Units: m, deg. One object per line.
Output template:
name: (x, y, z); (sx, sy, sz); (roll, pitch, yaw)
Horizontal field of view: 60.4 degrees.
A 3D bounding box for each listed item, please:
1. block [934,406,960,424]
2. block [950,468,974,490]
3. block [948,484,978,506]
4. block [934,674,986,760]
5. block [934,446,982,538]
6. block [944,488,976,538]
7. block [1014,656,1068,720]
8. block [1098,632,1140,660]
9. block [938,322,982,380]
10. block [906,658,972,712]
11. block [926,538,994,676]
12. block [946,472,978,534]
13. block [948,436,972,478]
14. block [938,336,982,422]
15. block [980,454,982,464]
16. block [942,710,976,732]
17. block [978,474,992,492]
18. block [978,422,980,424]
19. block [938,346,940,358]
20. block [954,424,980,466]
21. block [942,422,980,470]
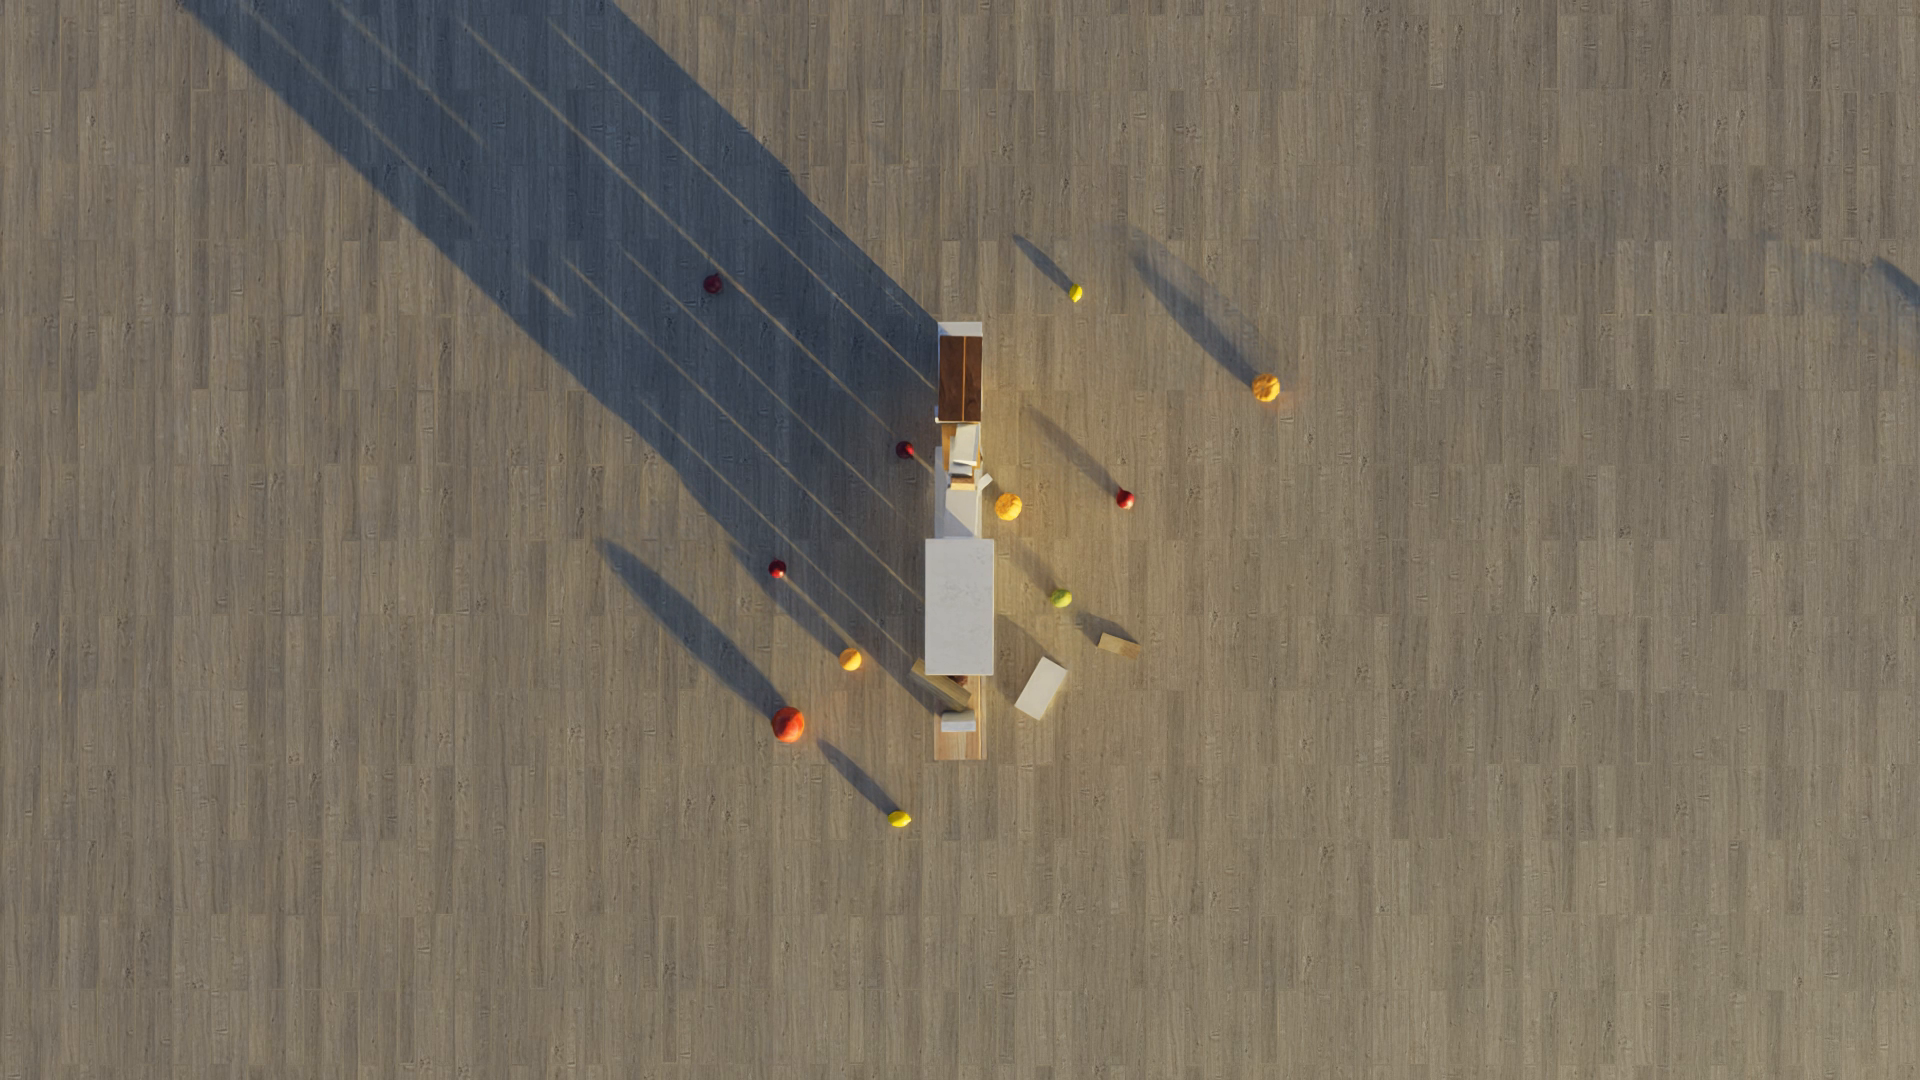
block: (-0.011, -0.348, 4.567); (0.114, 0.229, 0.032); (-2, 90, 0)
block: (0.007, -0.171, 4.622); (0.065, 0.131, 0.018); (2, 111, -2)
block: (0.007, -0.129, 4.685); (0.085, 0.171, 0.024); (2, 102, 0)
block: (0.000, 0.496, 4.901); (0.154, 0.044, 0.308); (-1, 90, 0)
block: (-0.005, -0.146, 5.186); (0.147, 0.042, 0.293); (0, 90, 0)
block: (0.000, -0.057, 4.587); (0.086, 0.024, 0.171); (3, 91, 0)
block: (0.269, 0.492, 5.486); (0.095, 0.027, 0.191); (30, 90, 0)
block: (0.531, 0.353, 5.493); (0.136, 0.014, 0.051); (19, 90, 0)
block: (0.001, -0.520, 4.941); (0.131, 0.037, 0.263); (0, 90, 0)
block: (-0.060, 0.425, 4.830); (0.191, 0.095, 0.027); (34, 112, 0)
block: (-0.002, 0.175, 4.337); (0.178, 0.050, 0.356); (0, 90, 0)
block: (0.006, -0.107, 4.784); (0.091, 0.026, 0.182); (2, 90, 0)
block: (0.003, -0.234, 4.636); (0.065, 0.018, 0.131); (3, 55, 0)
block: (0.001, -0.433, 4.436); (0.114, 0.032, 0.229); (1, 90, 0)
block: (0.010, -0.230, 4.845); (0.106, 0.268, 0.030); (-17, 90, 0)
block: (-0.004, 0.517, 4.726); (0.095, 0.307, 0.027); (-1, 90, 0)
block: (0.052, -0.157, 4.888); (0.091, 0.182, 0.026); (-41, 92, 0)
block: (0.003, -0.419, 5.240); (0.122, 0.034, 0.243); (0, 90, 0)
block: (0.000, -0.512, 4.687); (0.114, 0.470, 0.032); (-2, 90, 0)
block: (0.019, -0.269, 4.637); (0.065, 0.018, 0.130); (5, 56, 0)
block: (0.001, -0.306, 4.696); (0.106, 0.030, 0.211); (-2, 90, 0)
